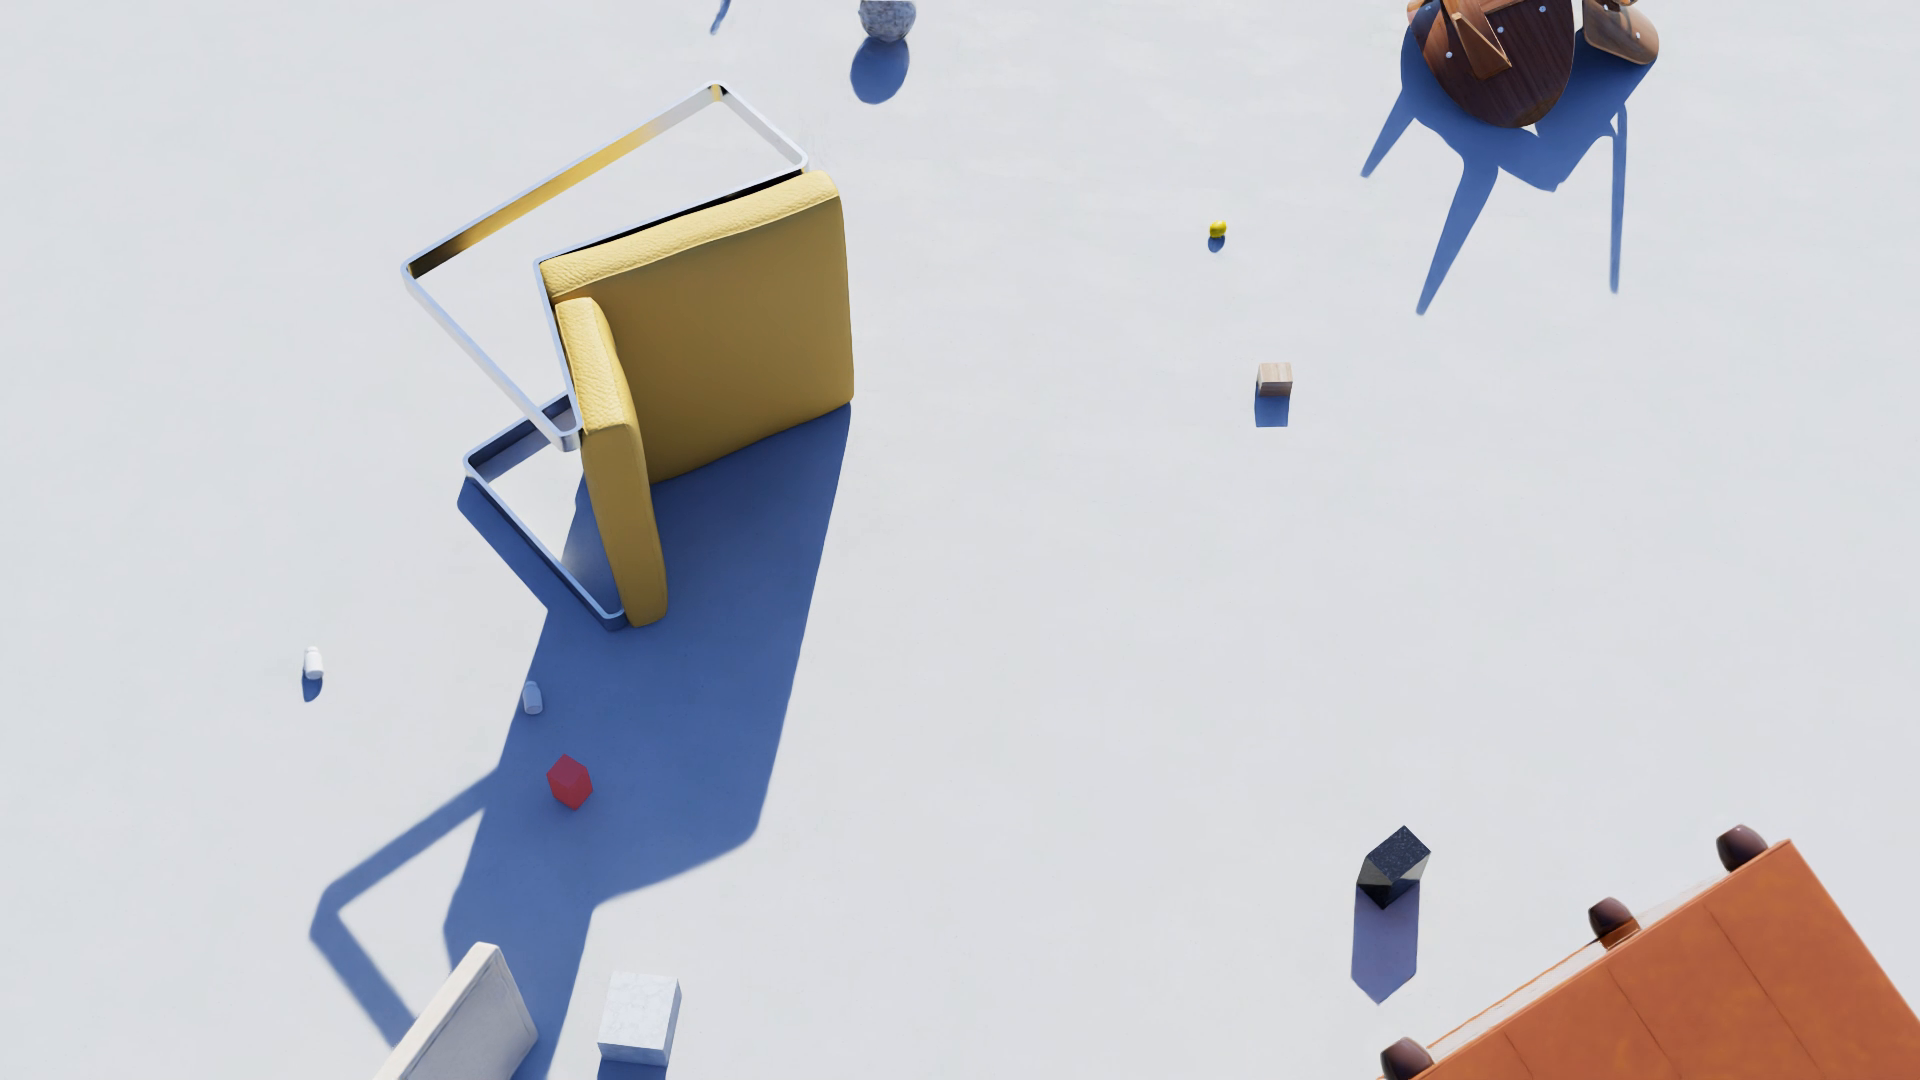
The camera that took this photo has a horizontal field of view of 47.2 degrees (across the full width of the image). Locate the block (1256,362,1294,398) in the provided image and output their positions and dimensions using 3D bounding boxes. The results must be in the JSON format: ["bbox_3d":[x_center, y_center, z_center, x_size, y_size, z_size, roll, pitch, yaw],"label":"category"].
[{"bbox_3d":[0.983,-0.500,6.864,0.097,0.076,0.074,-2,56,-1],"label":"block"}]

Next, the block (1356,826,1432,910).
[{"bbox_3d":[1.159,0.877,5.882,0.144,0.172,0.102,-34,62,-20],"label":"block"}]

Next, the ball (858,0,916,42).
[{"bbox_3d":[-0.254,-1.843,7.690,0.200,0.200,0.200,0,56,0],"label":"ball"}]

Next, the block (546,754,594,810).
[{"bbox_3d":[-1.072,0.666,6.046,0.079,0.134,0.077,29,61,18],"label":"block"}]

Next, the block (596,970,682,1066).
[{"bbox_3d":[-0.825,1.235,5.673,0.170,0.121,0.195,6,56,4],"label":"block"}]
